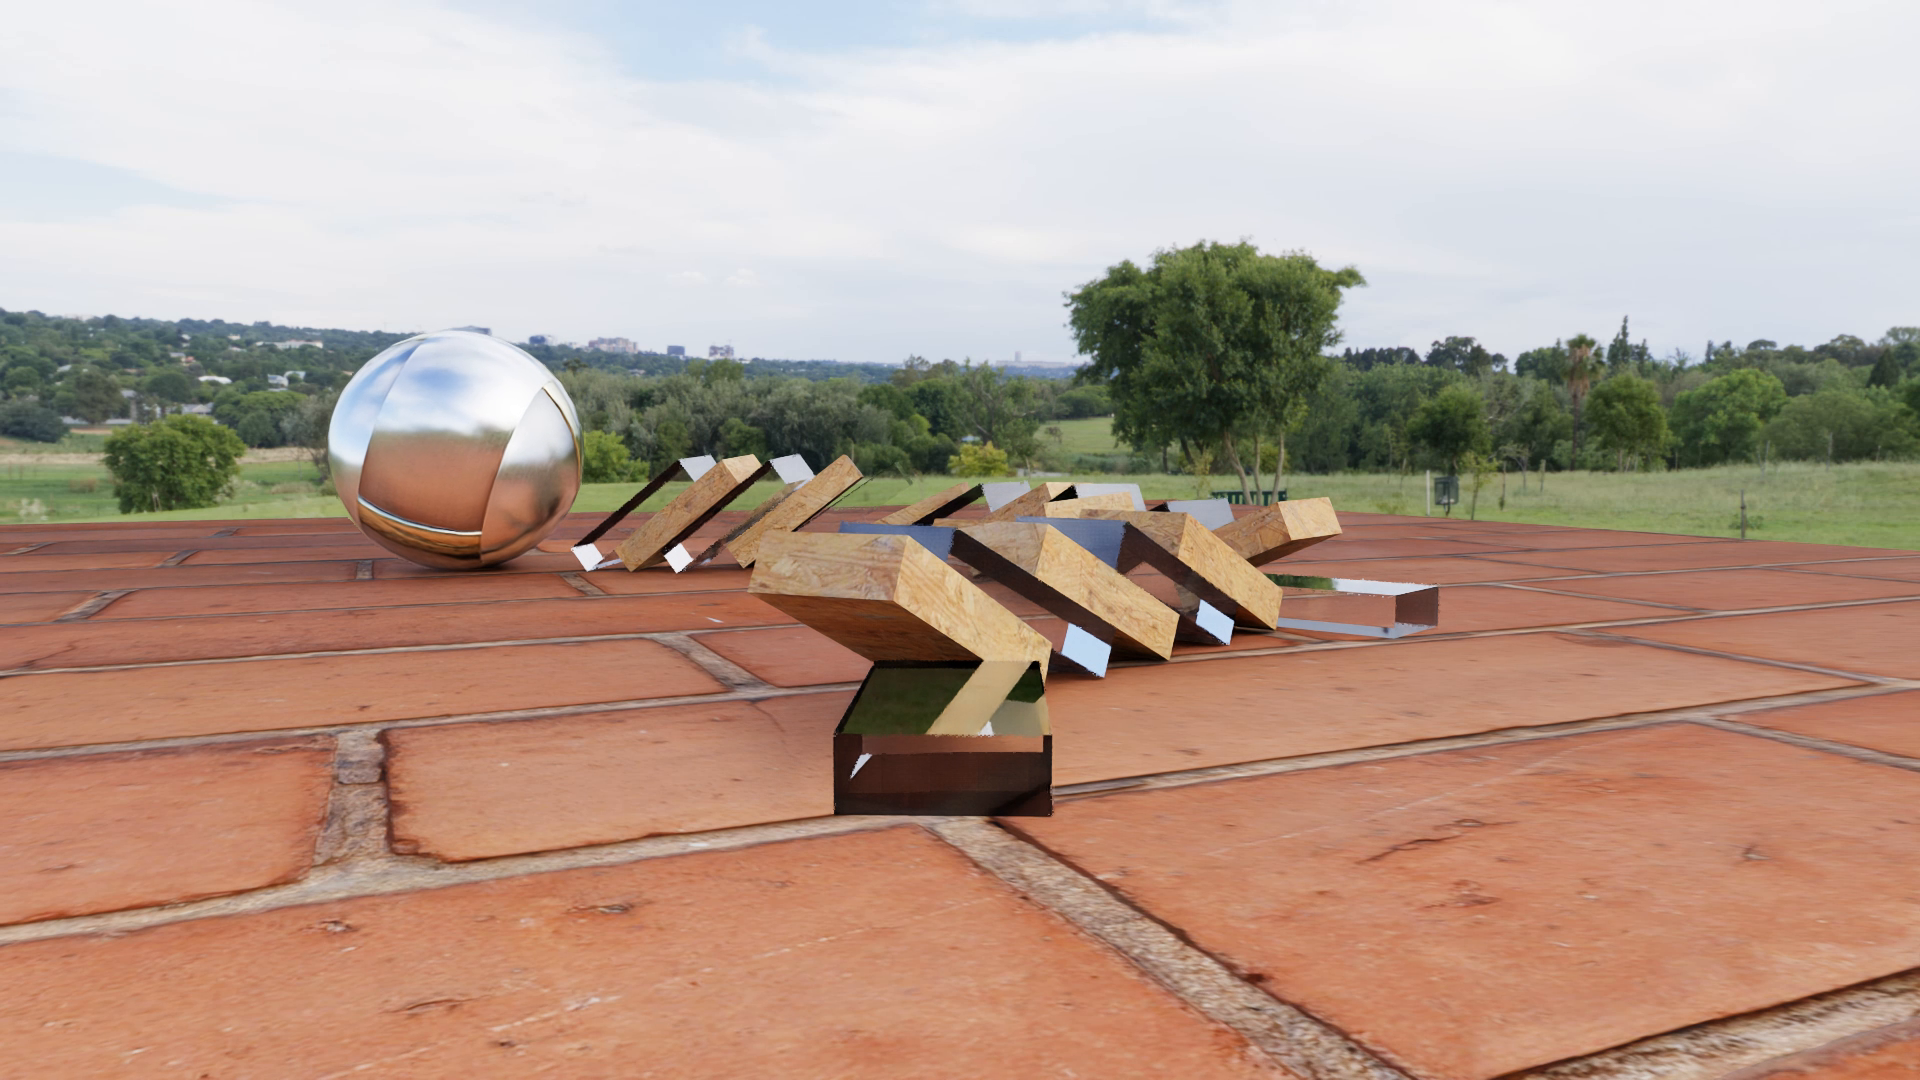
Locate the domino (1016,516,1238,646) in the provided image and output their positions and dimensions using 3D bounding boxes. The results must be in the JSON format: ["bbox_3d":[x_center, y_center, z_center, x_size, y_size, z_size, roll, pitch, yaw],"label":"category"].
[{"bbox_3d":[0.034,0.009,0.262,0.025,0.010,0.050,3,-18,39],"label":"domino"}]

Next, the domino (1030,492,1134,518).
[{"bbox_3d":[0.027,0.001,0.354,0.025,0.010,0.050,-8,-15,-20],"label":"domino"}]

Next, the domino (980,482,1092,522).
[{"bbox_3d":[0.017,-0.003,0.405,0.050,0.010,0.025,-29,-17,36],"label":"domino"}]

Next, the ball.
[{"bbox_3d":[-0.167,-0.030,0.430,0.080,0.080,0.080,0,4,0],"label":"ball"}]

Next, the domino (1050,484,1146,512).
[{"bbox_3d":[0.030,-0.002,0.385,0.025,0.009,0.050,-2,-22,-37],"label":"domino"}]

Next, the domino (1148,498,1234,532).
[{"bbox_3d":[0.045,0.003,0.339,0.025,0.009,0.050,-4,-17,-43],"label":"domino"}]

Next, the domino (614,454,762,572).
[{"bbox_3d":[-0.090,-0.009,0.430,0.050,0.010,0.025,-37,-3,16],"label":"domino"}]

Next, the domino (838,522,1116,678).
[{"bbox_3d":[0.003,0.011,0.224,0.025,0.009,0.050,3,-19,40],"label":"domino"}]

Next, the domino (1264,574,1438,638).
[{"bbox_3d":[0.084,0.015,0.306,0.050,0.010,0.025,4,6,41],"label":"domino"}]

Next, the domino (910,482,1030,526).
[{"bbox_3d":[-0.002,-0.004,0.419,0.050,0.009,0.025,-29,-15,37],"label":"domino"}]

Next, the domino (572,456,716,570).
[{"bbox_3d":[-0.105,-0.009,0.434,0.050,0.009,0.025,-37,-3,15],"label":"domino"}]

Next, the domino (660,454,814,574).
[{"bbox_3d":[-0.074,-0.009,0.427,0.050,0.009,0.025,-37,-3,18],"label":"domino"}]

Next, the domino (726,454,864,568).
[{"bbox_3d":[-0.056,-0.010,0.442,0.050,0.009,0.025,-38,3,0],"label":"domino"}]

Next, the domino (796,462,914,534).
[{"bbox_3d":[-0.040,-0.009,0.448,0.050,0.009,0.025,-34,3,3],"label":"domino"}]

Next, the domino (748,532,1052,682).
[{"bbox_3d":[-0.008,0.012,0.201,0.025,0.009,0.050,2,-20,30],"label":"domino"}]

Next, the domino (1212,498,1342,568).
[{"bbox_3d":[0.067,0.003,0.322,0.025,0.009,0.050,-6,-16,-47],"label":"domino"}]

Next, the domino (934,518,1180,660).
[{"bbox_3d":[0.018,0.010,0.243,0.025,0.009,0.050,3,-18,39],"label":"domino"}]

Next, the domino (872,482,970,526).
[{"bbox_3d":[-0.020,-0.005,0.444,0.050,0.009,0.025,-24,1,8],"label":"domino"}]

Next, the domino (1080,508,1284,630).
[{"bbox_3d":[0.048,0.007,0.280,0.025,0.009,0.050,4,-18,38],"label":"domino"}]

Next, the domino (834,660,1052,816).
[{"bbox_3d":[-0.001,0.025,0.171,0.025,0.009,0.050,0,4,2],"label":"domino"}]
